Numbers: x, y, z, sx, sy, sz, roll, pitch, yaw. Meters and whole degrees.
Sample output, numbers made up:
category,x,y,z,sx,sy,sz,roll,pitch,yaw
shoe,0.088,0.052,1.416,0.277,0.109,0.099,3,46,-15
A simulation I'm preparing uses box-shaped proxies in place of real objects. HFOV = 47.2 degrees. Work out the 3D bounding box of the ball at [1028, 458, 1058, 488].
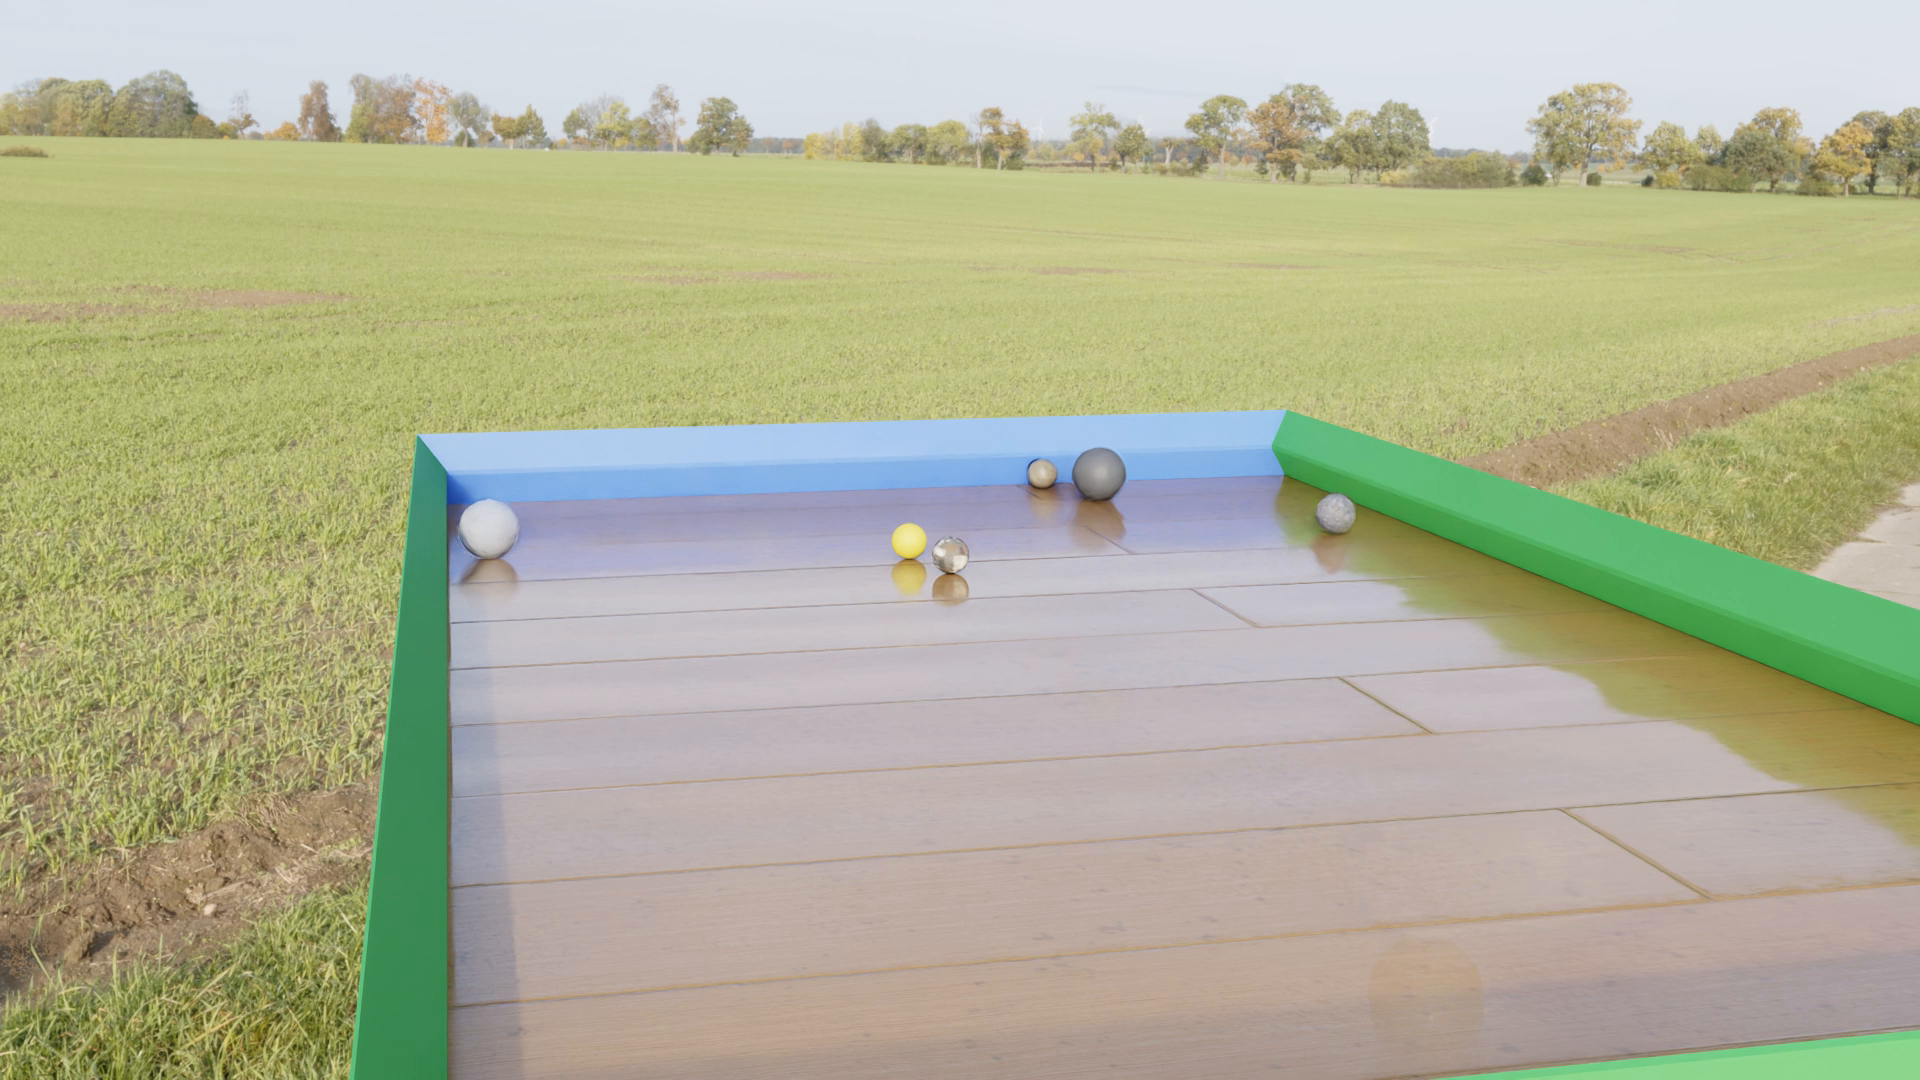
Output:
category,x,y,z,sx,sy,sz,roll,pitch,yaw
ball,0.141,-0.113,3.738,0.051,0.051,0.051,0,10,0

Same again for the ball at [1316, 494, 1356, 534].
category,x,y,z,sx,sy,sz,roll,pitch,yaw
ball,0.565,-0.039,3.303,0.060,0.060,0.060,0,10,0

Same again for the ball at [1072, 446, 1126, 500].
category,x,y,z,sx,sy,sz,roll,pitch,yaw
ball,0.228,-0.109,3.611,0.088,0.088,0.088,0,10,0

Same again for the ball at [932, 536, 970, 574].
category,x,y,z,sx,sy,sz,roll,pitch,yaw
ball,-0.013,0.020,2.997,0.051,0.051,0.051,0,10,0

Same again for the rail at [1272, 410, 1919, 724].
category,x,y,z,sx,sy,sz,roll,pitch,yaw
rail,0.854,0.059,2.599,0.045,0.114,2.675,-2,10,-13

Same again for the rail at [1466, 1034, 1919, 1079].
category,x,y,z,sx,sy,sz,roll,pitch,yaw
rail,0.444,0.315,1.179,1.493,0.114,0.045,-2,10,-13

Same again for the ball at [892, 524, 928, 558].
category,x,y,z,sx,sy,sz,roll,pitch,yaw
ball,-0.072,0.001,3.104,0.051,0.051,0.051,0,10,0

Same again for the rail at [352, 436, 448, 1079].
category,x,y,z,sx,sy,sz,roll,pitch,yaw
rail,-0.555,0.117,2.280,0.045,0.114,2.675,-2,10,-13

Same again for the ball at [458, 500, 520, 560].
category,x,y,z,sx,sy,sz,roll,pitch,yaw
ball,-0.664,-0.015,3.101,0.084,0.084,0.084,0,10,0

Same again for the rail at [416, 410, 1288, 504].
category,x,y,z,sx,sy,sz,roll,pitch,yaw
rail,-0.144,-0.139,3.699,1.493,0.114,0.045,-2,10,-13
